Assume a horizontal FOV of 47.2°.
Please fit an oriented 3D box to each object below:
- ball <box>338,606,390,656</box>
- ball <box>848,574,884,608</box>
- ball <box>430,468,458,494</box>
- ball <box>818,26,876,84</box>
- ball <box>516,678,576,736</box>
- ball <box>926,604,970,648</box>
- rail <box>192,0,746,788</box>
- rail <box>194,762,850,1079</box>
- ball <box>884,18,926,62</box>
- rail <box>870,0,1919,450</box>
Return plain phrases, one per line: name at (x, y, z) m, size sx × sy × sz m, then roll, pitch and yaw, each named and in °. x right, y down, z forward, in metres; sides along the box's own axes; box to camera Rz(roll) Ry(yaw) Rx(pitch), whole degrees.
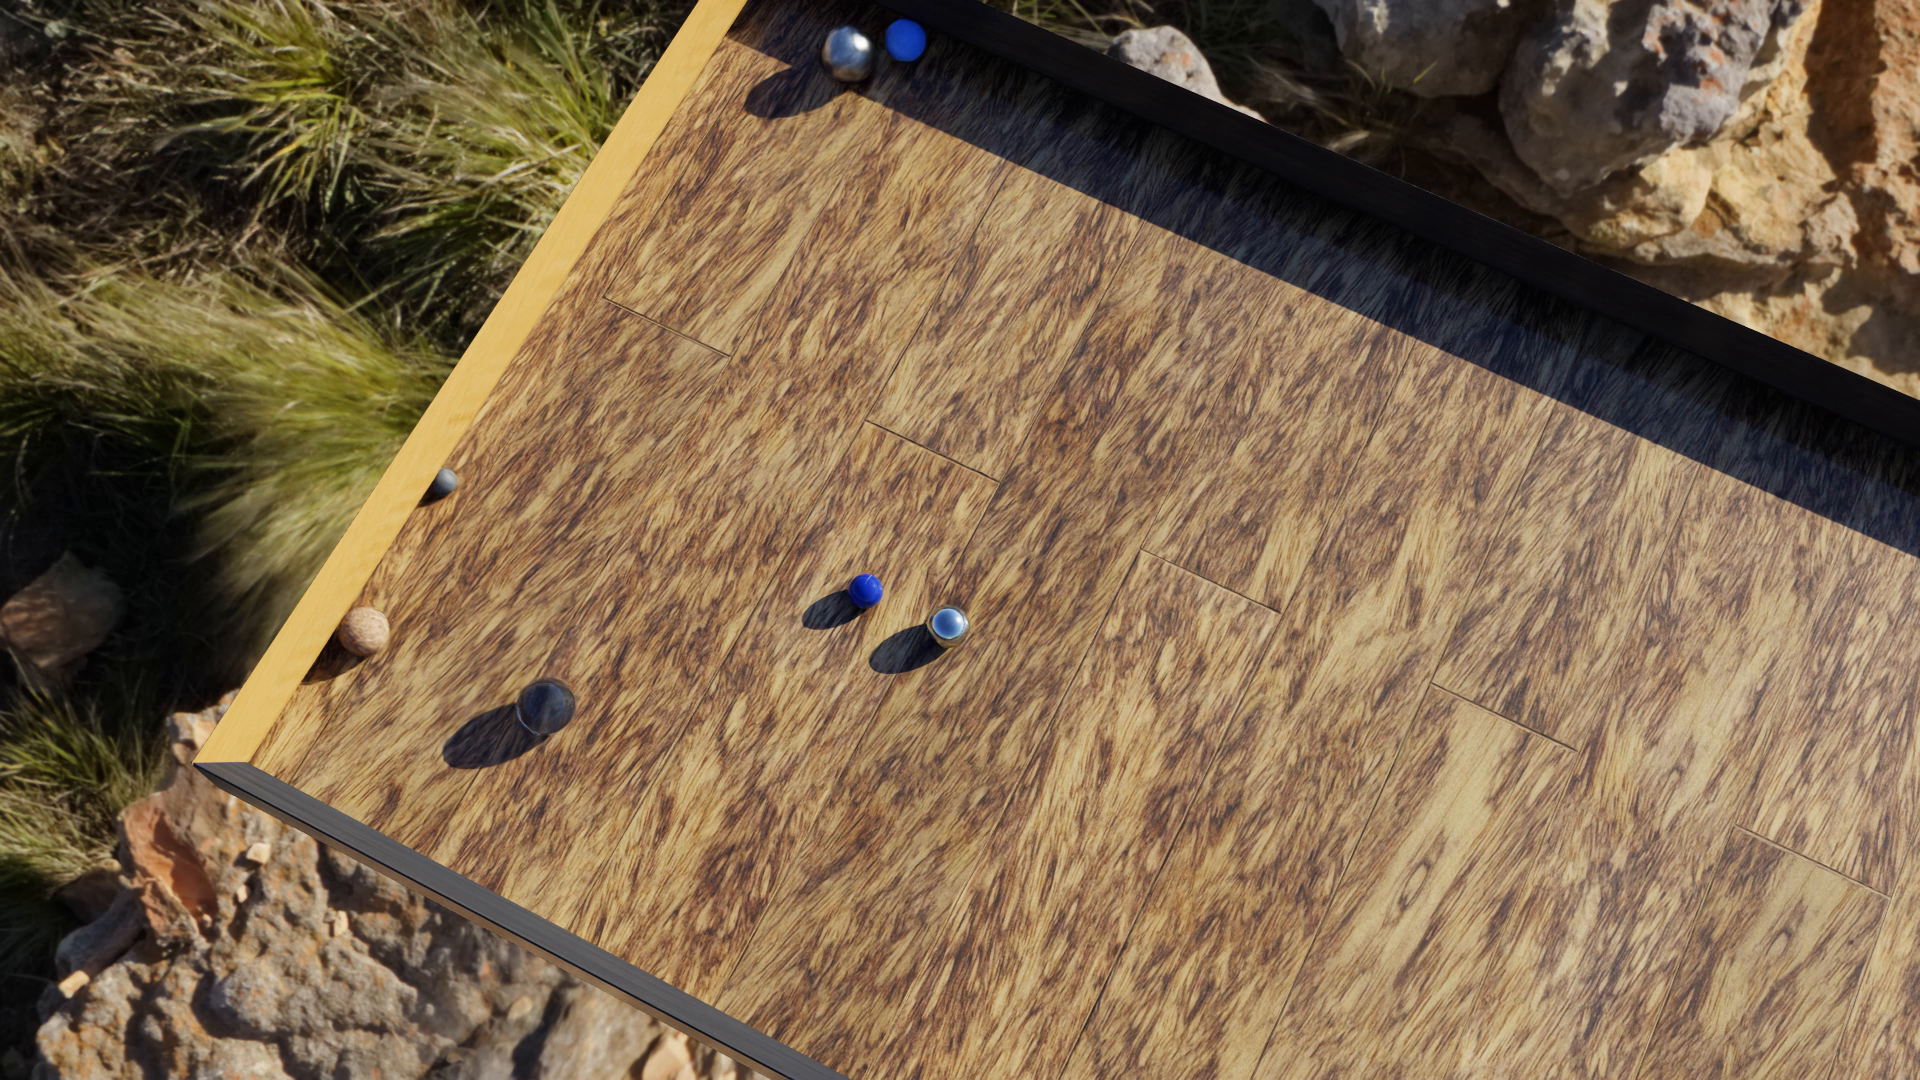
ball at (-0.929, 0.142, 3.430) m, size 0.078 × 0.078 × 0.078 m, roll 0°, pitch 68°, yaw 0°
ball at (-0.149, 0.081, 3.466) m, size 0.056 × 0.056 × 0.056 m, roll 0°, pitch 68°, yaw 0°
ball at (-0.833, -0.095, 3.545) m, size 0.043 × 0.043 × 0.043 m, roll 0°, pitch 68°, yaw 0°
ball at (-0.195, -0.842, 3.819) m, size 0.099 × 0.099 × 0.099 m, roll 0°, pitch 68°, yaw 0°
ball at (-0.636, 0.255, 3.377) m, size 0.090 × 0.090 × 0.090 m, roll 0°, pitch 68°, yaw 0°
ball at (-0.018, 0.135, 3.438) m, size 0.068 × 0.068 × 0.068 m, roll 0°, pitch 68°, yaw 0°
rail at (-0.723, -0.353, 3.603) m, size 0.045 × 0.128 × 1.740 m, roll 25°, pitch 70°, yaw 10°
rail at (0.360, 1.038, 3.036) m, size 3.342 × 0.128 × 0.045 m, roll 25°, pitch 70°, yaw 10°
ball at (-0.096, -0.874, 3.845) m, size 0.073 × 0.073 × 0.073 m, roll 0°, pitch 68°, yaw 0°
rail at (1.129, -0.358, 3.605) m, size 3.342 × 0.128 × 0.045 m, roll 25°, pitch 70°, yaw 10°
